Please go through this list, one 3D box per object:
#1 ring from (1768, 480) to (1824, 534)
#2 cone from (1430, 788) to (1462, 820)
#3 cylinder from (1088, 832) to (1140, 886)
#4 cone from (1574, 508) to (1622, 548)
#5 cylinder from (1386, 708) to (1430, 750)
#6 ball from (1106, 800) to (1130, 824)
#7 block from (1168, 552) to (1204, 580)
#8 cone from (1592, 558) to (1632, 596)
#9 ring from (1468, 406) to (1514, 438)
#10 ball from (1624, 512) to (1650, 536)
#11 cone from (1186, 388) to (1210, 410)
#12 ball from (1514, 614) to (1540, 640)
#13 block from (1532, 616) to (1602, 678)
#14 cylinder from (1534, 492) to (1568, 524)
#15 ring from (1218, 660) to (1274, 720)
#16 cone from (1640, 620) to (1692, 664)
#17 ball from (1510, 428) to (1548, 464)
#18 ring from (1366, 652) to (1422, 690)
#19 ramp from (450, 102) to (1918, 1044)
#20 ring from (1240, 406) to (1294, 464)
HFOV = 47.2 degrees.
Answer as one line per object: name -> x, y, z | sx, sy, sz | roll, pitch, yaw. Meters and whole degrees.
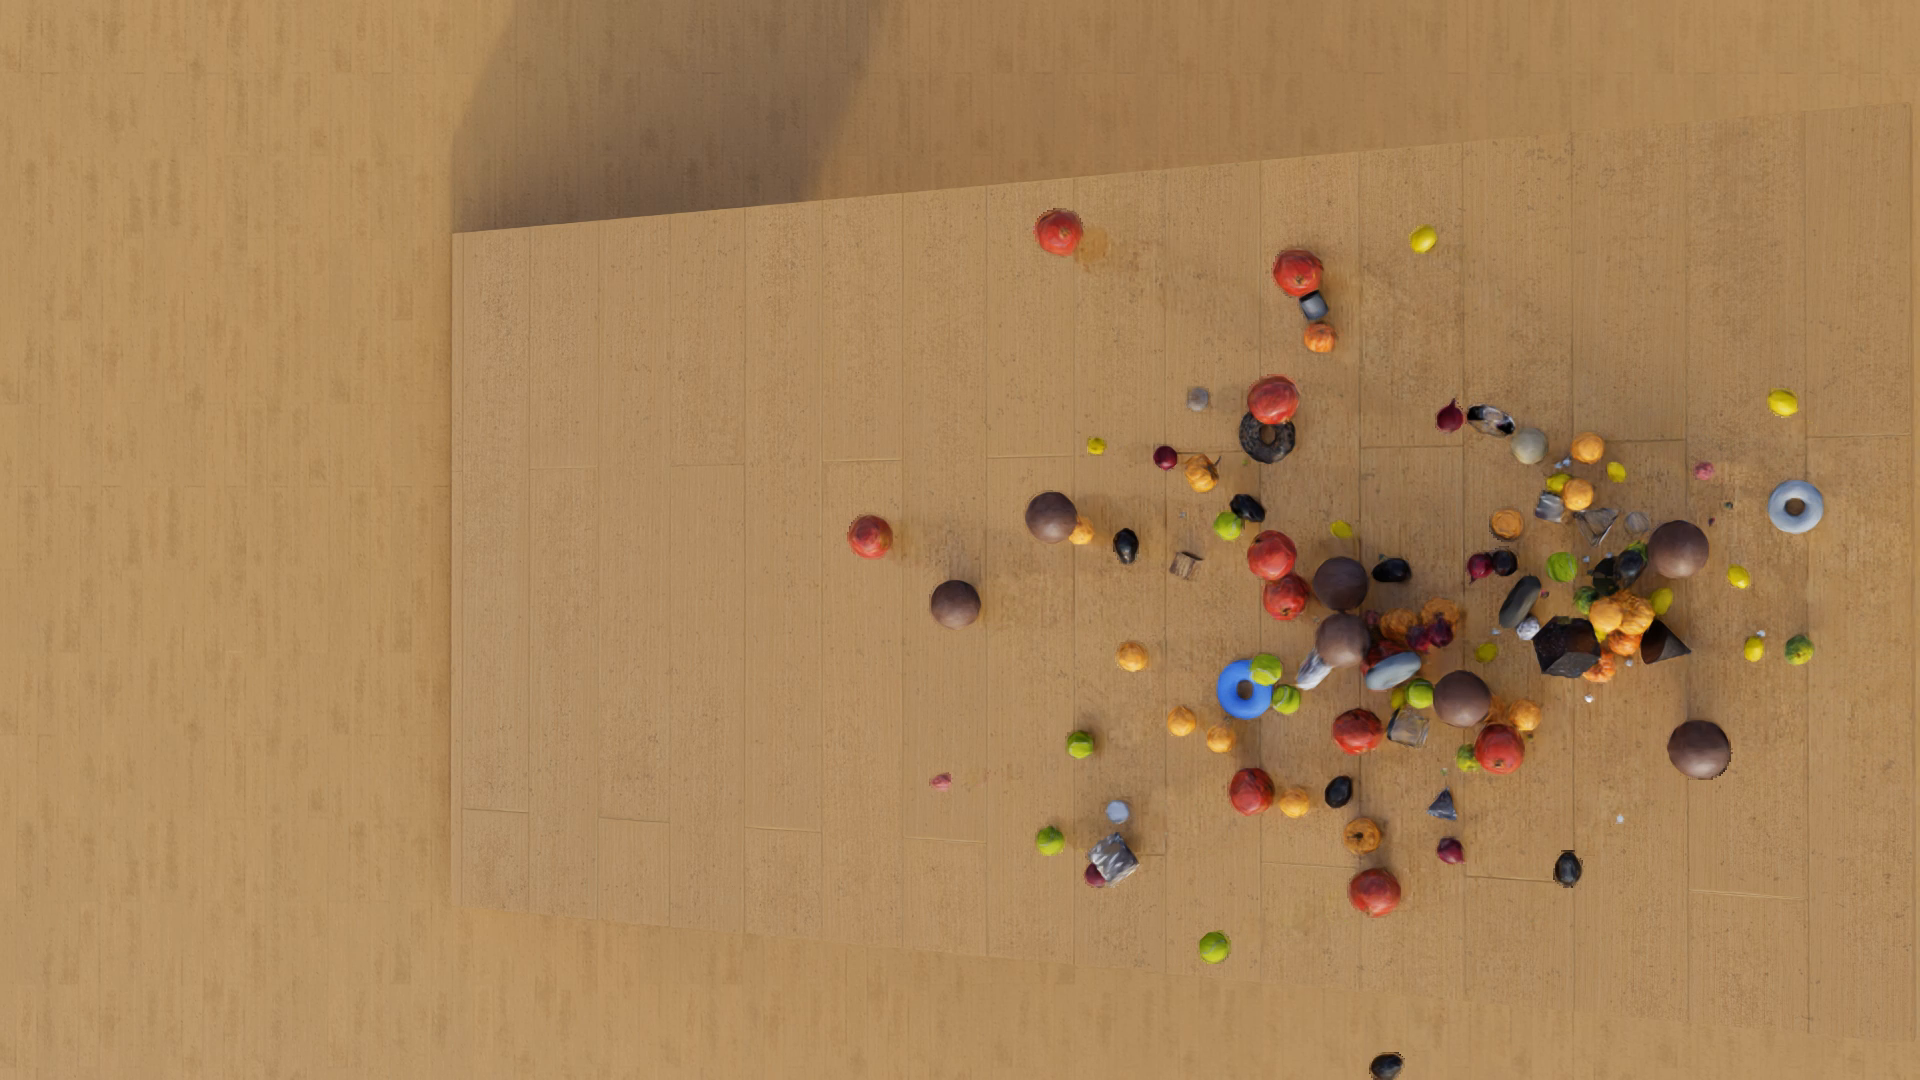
ring -> 1.809, -0.072, 4.760 | 0.116, 0.039, 0.116 | 0, 90, 29
cone -> 1.127, 0.605, 5.114 | 0.071, 0.071, 0.071 | 3, 58, 0
cylinder -> 0.382, 0.794, 5.471 | 0.093, 0.093, 0.093 | -35, 69, 0
cone -> 1.449, -0.048, 4.946 | 0.096, 0.096, 0.096 | -31, 89, -1
cylinder -> 1.047, 0.442, 5.138 | 0.076, 0.076, 0.076 | 17, 89, 27
ball -> 0.394, 0.678, 5.492 | 0.059, 0.059, 0.059 | 0, 89, 0
block -> 0.557, 0.064, 5.415 | 0.055, 0.055, 0.055 | 26, 101, 26
cone -> 1.473, 0.087, 4.905 | 0.085, 0.085, 0.085 | 7, 89, -32
ring -> 1.215, -0.272, 5.036 | 0.112, 0.112, 0.037 | 26, 76, 0
ball -> 1.510, -0.036, 4.909 | 0.056, 0.056, 0.056 | 0, 89, 0
cone -> 0.575, -0.345, 5.404 | 0.058, 0.058, 0.058 | 3, 98, 26
ball -> 1.296, 0.199, 5.019 | 0.057, 0.057, 0.057 | 0, 89, 0
block -> 1.316, 0.232, 4.770 | 0.093, 0.093, 0.093 | 8, 52, -21
cylinder -> 1.343, -0.074, 4.996 | 0.059, 0.059, 0.059 | 18, 99, 0
ring -> 0.693, 0.363, 5.343 | 0.145, 0.048, 0.145 | -1, 87, 29
cone -> 1.575, 0.237, 4.859 | 0.100, 0.100, 0.100 | 15, 89, -13
ball -> 1.297, -0.215, 5.008 | 0.084, 0.084, 0.084 | 0, 89, 0
ring -> 0.991, 0.300, 5.034 | 0.139, 0.139, 0.046 | -25, 71, 0
ramp -> 0.276, 0.078, 5.651 | 4.000, 0.100, 2.000 | 0, 89, 28
ring -> 0.742, -0.255, 5.312 | 0.143, 0.048, 0.143 | 9, 108, 28
